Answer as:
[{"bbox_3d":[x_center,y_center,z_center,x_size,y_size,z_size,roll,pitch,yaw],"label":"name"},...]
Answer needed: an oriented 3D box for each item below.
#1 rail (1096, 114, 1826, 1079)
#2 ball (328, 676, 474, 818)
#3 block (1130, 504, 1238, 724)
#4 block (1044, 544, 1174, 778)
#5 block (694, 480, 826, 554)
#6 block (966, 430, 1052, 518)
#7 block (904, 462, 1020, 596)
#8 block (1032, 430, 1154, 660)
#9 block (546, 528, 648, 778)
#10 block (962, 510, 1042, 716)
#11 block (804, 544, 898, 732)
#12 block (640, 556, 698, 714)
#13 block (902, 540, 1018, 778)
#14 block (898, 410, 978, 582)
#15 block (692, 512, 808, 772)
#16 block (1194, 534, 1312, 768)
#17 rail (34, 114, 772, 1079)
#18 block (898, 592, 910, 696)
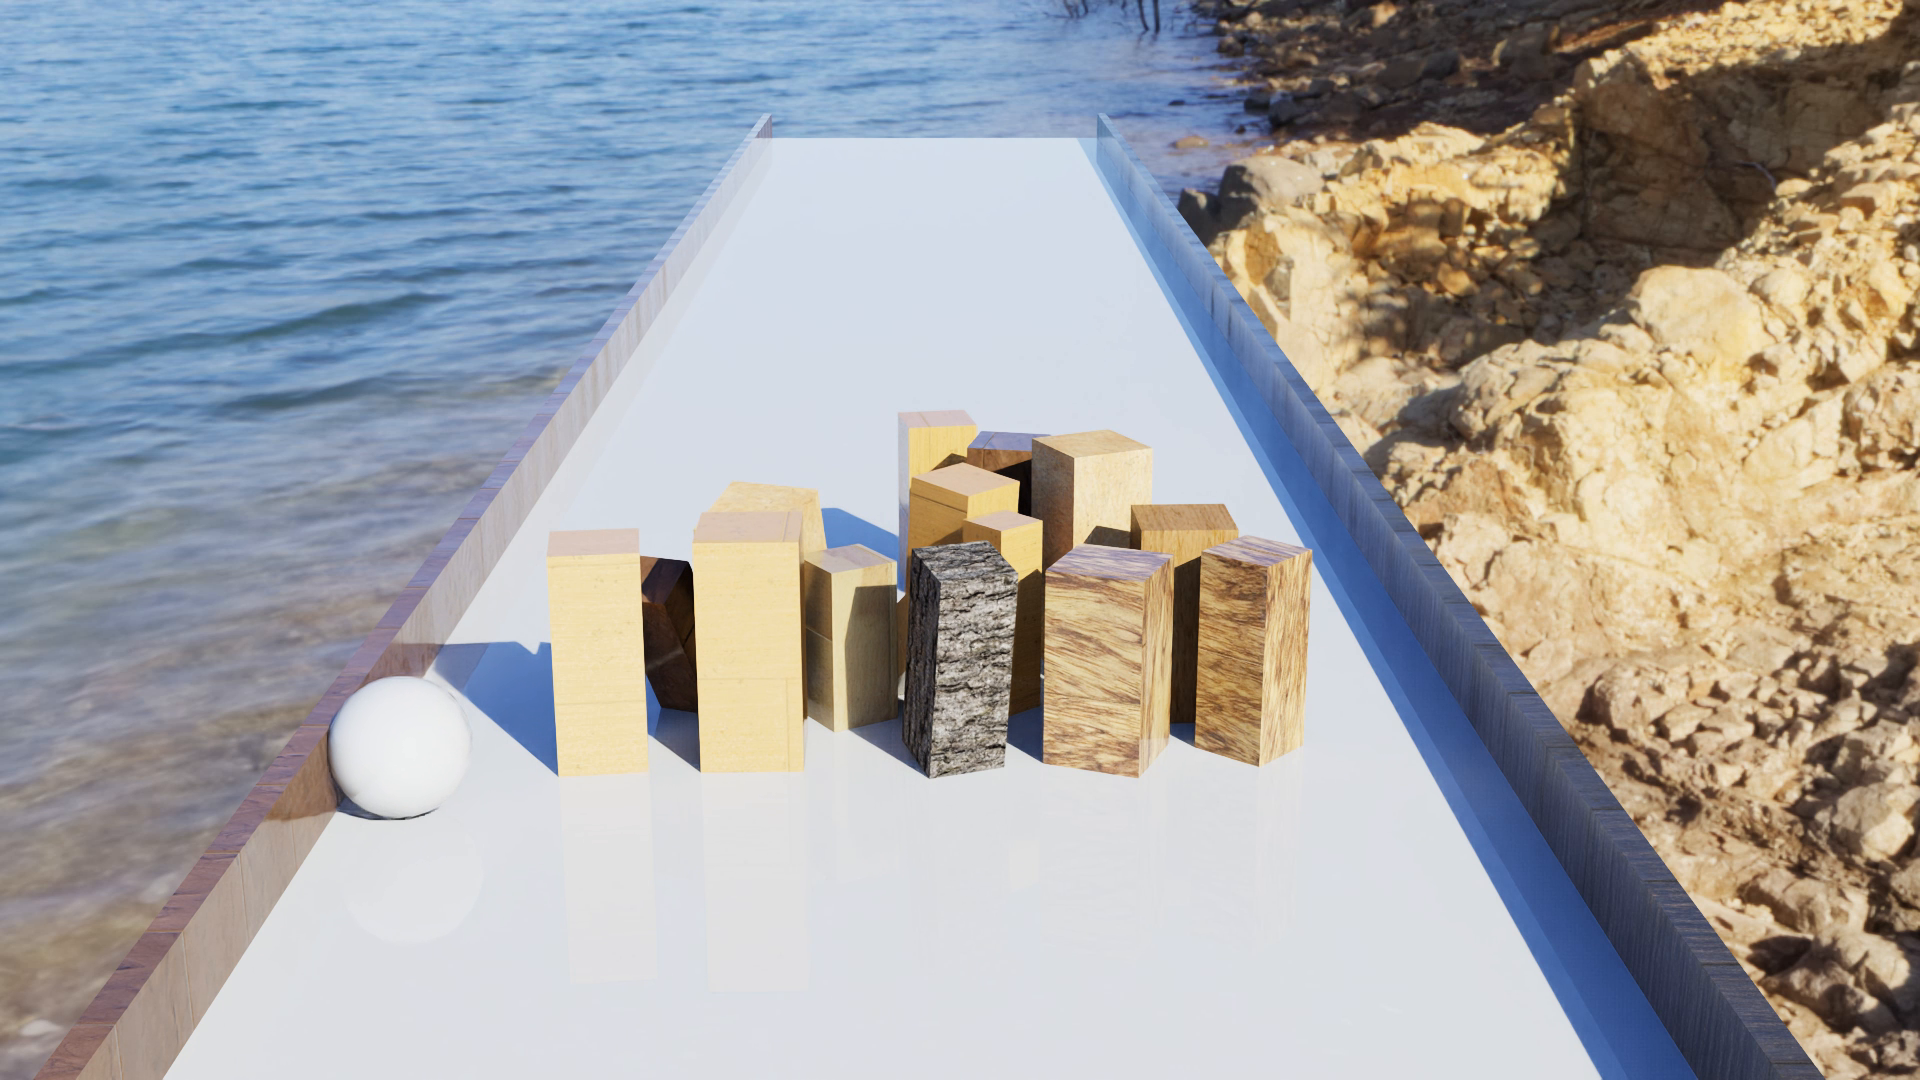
[{"bbox_3d":[0.932,-0.844,7.801,0.050,0.150,12.000,0,17,-1],"label":"rail"},{"bbox_3d":[-0.930,0.344,3.658,0.236,0.236,0.236,0,17,0],"label":"ball"},{"bbox_3d":[0.413,0.136,4.114,0.177,0.373,0.177,-1,17,-2],"label":"block"},{"bbox_3d":[0.263,0.211,3.890,0.177,0.359,0.177,7,18,22],"label":"block"},{"bbox_3d":[-0.362,0.098,4.190,0.178,0.368,0.178,6,34,19],"label":"block"},{"bbox_3d":[0.103,-0.023,4.633,0.150,0.382,0.150,3,17,12],"label":"block"},{"bbox_3d":[-0.001,0.067,4.294,0.148,0.392,0.148,20,25,38],"label":"block"},{"bbox_3d":[0.258,0.024,4.365,0.174,0.445,0.174,-8,18,-25],"label":"block"},{"bbox_3d":[-0.634,0.196,3.863,0.156,0.402,0.156,-2,17,-8],"label":"block"},{"bbox_3d":[0.079,0.138,4.120,0.104,0.366,0.104,-14,22,-40],"label":"block"},{"bbox_3d":[-0.210,0.180,4.084,0.137,0.306,0.137,-10,19,-31],"label":"block"},{"bbox_3d":[-0.528,0.179,4.072,0.108,0.308,0.108,6,47,22],"label":"block"},{"bbox_3d":[-0.002,0.208,3.832,0.141,0.379,0.141,-6,27,-21],"label":"block"},{"bbox_3d":[-0.051,-0.090,4.885,0.150,0.368,0.150,-3,17,-10],"label":"block"},{"bbox_3d":[-0.366,0.179,3.878,0.180,0.423,0.180,0,18,-1],"label":"block"},{"bbox_3d":[0.522,0.196,3.920,0.140,0.370,0.140,14,22,40],"label":"block"},{"bbox_3d":[-1.118,-0.838,7.780,0.050,0.150,12.000,0,17,-1],"label":"rail"},{"bbox_3d":[-0.060,0.179,4.086,0.120,0.120,0.363,-7,-17,-23],"label":"block"}]
